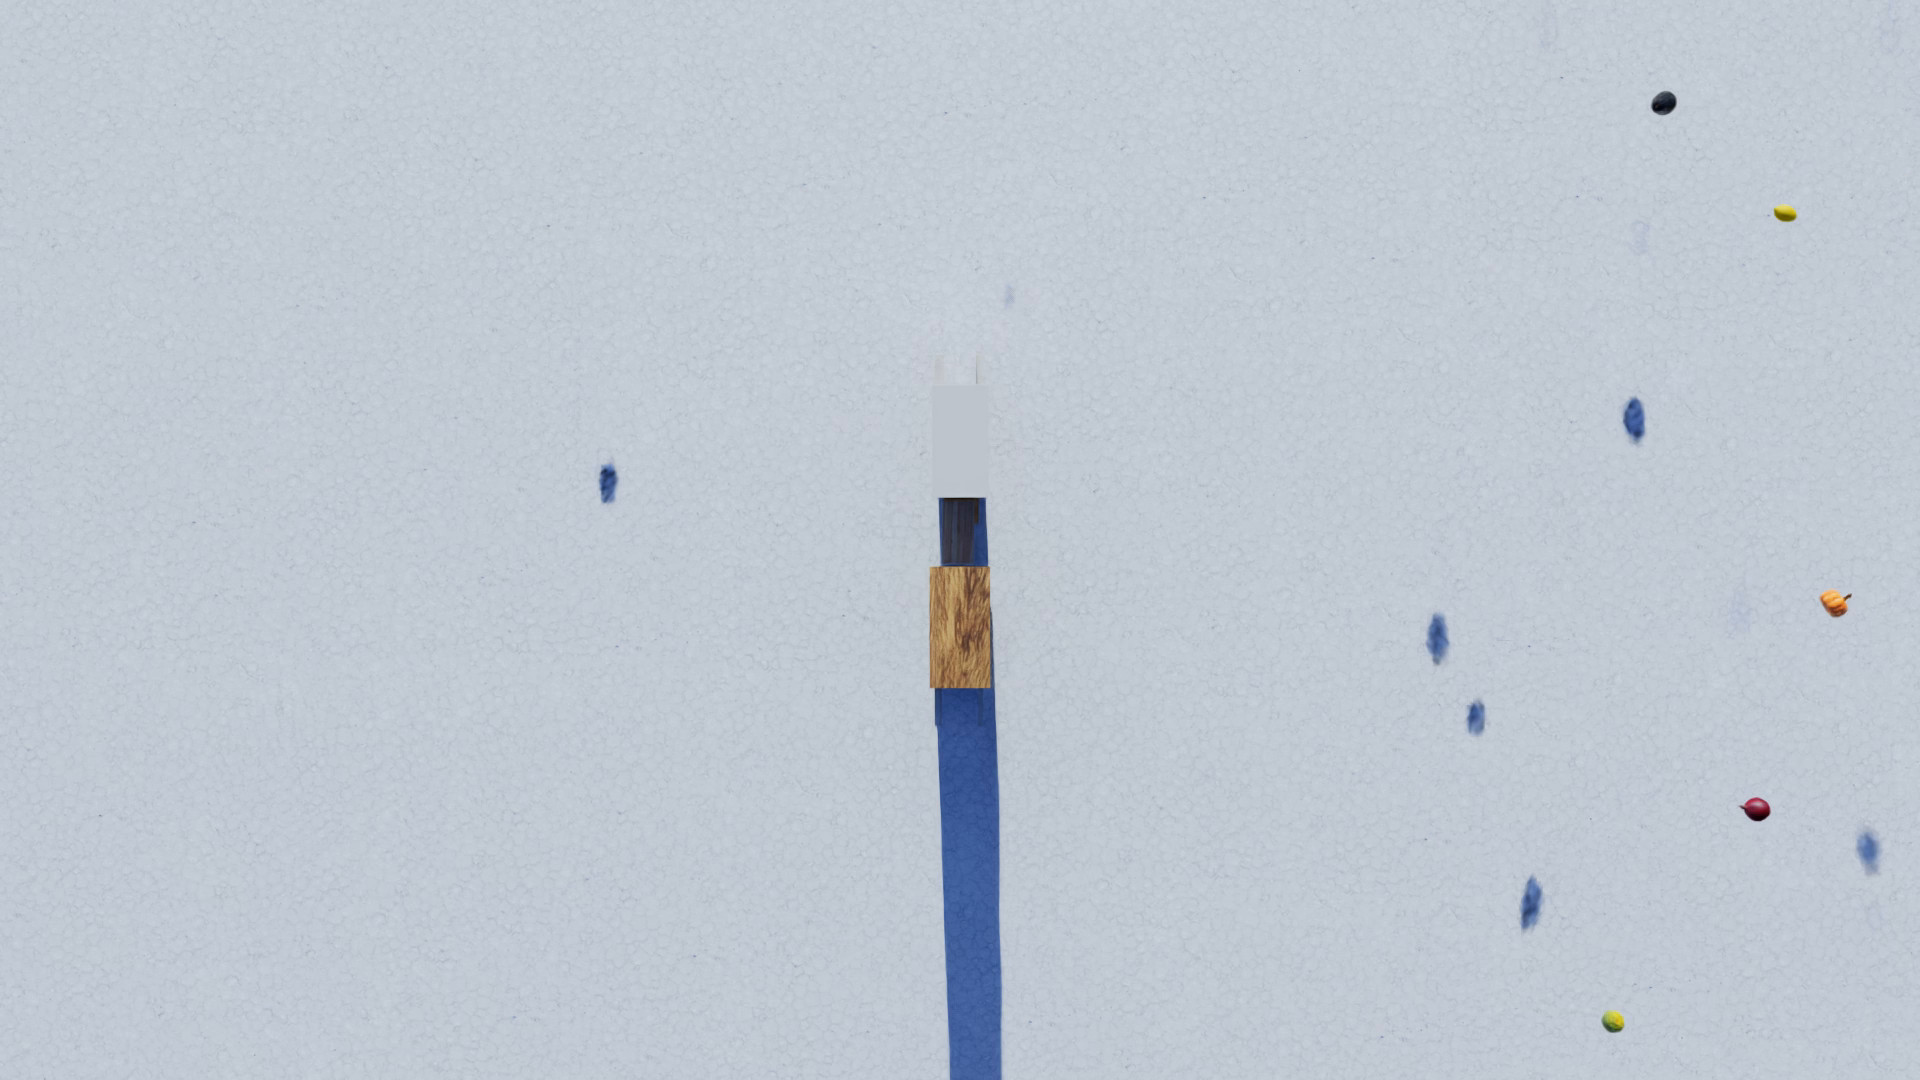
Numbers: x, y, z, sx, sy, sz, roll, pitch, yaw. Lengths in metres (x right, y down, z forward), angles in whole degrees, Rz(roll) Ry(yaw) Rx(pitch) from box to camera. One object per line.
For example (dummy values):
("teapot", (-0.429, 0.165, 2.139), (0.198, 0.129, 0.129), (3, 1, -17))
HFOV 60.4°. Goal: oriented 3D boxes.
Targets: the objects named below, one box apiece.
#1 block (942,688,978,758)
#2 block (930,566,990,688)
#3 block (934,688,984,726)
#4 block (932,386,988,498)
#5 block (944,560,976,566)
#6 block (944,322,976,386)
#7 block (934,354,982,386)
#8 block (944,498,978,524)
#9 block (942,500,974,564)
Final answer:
("block", (-0.001, 0.541, 4.921), (0.109, 0.031, 0.218), (0, 90, 0))
("block", (0.000, 0.252, 4.779), (0.175, 0.050, 0.350), (0, 90, 0))
("block", (-0.004, 0.429, 5.175), (0.152, 0.043, 0.303), (0, 90, 0))
("block", (0.001, -0.286, 4.810), (0.162, 0.046, 0.325), (0, 90, 0))
("block", (0.002, 0.169, 5.278), (0.104, 0.029, 0.207), (0, 90, 0))
("block", (0.000, -0.552, 4.948), (0.098, 0.028, 0.196), (0, 90, 0))
("block", (-0.004, -0.431, 5.179), (0.150, 0.042, 0.300), (0, 90, 0))
("block", (0.004, -0.164, 5.261), (0.112, 0.032, 0.223), (0, 90, 0))
("block", (-0.005, -0.024, 5.041), (0.095, 0.027, 0.191), (1, 90, 0))
